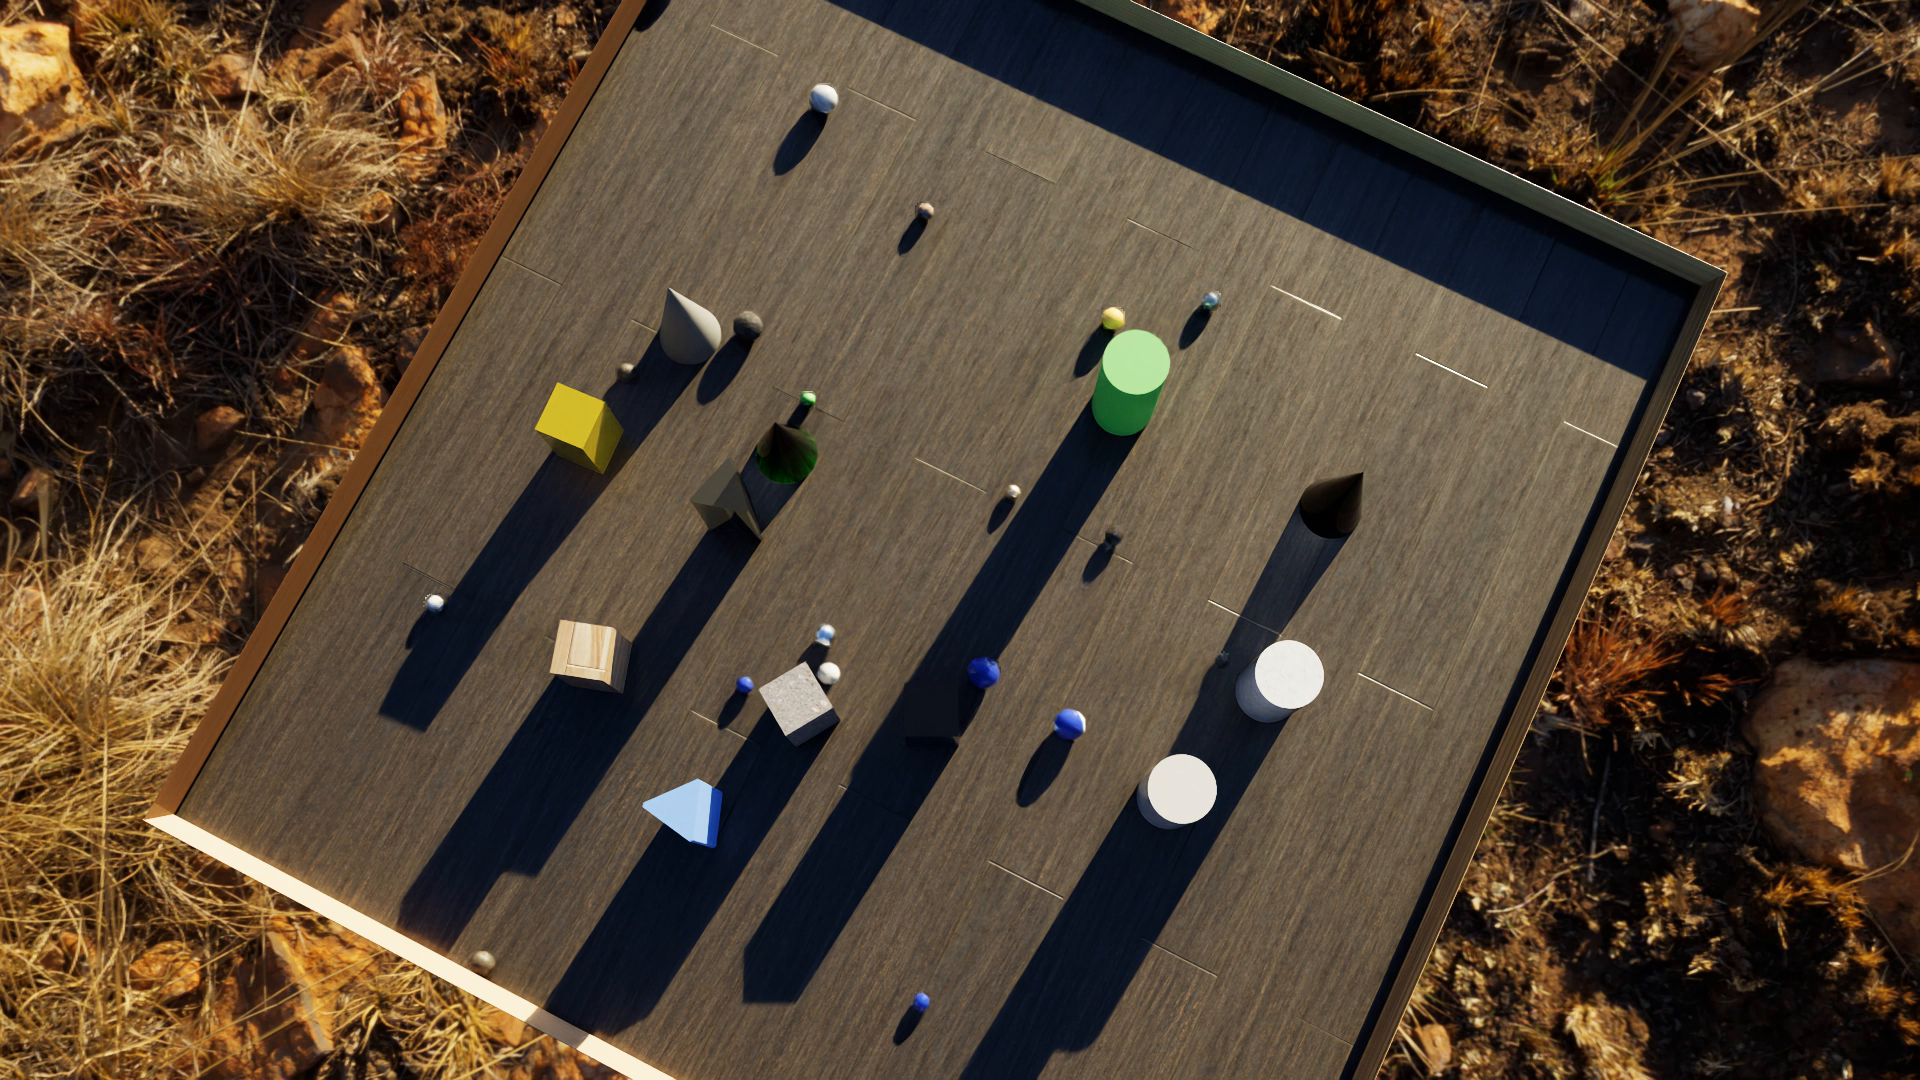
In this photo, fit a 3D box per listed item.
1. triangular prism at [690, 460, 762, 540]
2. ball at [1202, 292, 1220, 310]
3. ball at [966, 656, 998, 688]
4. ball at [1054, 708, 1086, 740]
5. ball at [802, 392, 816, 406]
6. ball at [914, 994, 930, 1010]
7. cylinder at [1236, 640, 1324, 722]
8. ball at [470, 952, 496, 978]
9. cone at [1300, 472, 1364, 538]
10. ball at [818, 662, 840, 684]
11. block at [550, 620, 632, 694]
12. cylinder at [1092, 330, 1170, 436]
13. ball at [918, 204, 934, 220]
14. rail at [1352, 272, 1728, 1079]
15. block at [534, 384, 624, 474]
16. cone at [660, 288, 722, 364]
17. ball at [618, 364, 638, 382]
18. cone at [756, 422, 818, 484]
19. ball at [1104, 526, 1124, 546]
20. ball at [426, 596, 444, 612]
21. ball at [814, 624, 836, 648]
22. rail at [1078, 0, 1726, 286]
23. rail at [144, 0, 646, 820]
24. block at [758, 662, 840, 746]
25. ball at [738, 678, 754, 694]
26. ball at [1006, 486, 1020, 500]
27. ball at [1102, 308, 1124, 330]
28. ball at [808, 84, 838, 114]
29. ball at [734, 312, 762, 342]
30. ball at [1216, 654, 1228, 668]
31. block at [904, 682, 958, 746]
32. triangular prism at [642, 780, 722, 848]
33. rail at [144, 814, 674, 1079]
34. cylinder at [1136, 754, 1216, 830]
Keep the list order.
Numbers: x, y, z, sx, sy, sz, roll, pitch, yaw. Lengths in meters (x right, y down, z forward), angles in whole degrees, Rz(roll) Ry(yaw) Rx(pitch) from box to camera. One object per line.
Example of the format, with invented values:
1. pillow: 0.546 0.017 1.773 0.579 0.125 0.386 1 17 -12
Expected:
1. triangular prism: -0.673 -0.126 5.438 0.167 0.401 0.145 11 79 2
2. ball: 0.785 -0.749 5.742 0.058 0.058 0.058 0 78 0
3. ball: 0.068 0.397 5.485 0.097 0.097 0.097 0 78 0
4. ball: 0.328 0.550 5.455 0.093 0.093 0.093 0 78 0
5. ball: -0.471 -0.436 5.685 0.043 0.043 0.043 0 78 0
6. ball: -0.110 1.340 5.315 0.048 0.048 0.048 0 78 0
7. cylinder: 0.926 0.416 5.337 0.193 0.379 0.193 0 78 0
8. ball: -1.388 1.232 5.324 0.074 0.074 0.074 0 78 0
9. cone: 1.141 -0.145 5.409 0.193 0.466 0.193 0 78 0
10. ball: -0.395 0.401 5.499 0.067 0.067 0.067 0 78 0
11. block: -1.081 0.346 5.386 0.154 0.310 0.154 8 78 2
12. cylinder: 0.505 -0.464 5.478 0.193 0.459 0.193 0 78 0
13. ball: -0.109 -1.040 5.805 0.052 0.052 0.052 0 78 0
14. rail: 1.542 0.762 5.394 0.045 0.125 3.621 26 80 5
15. block: -1.143 -0.332 5.524 0.154 0.316 0.154 22 79 5
16. cone: -0.846 -0.688 5.532 0.193 0.445 0.193 0 78 0
17. ball: -1.034 -0.520 5.694 0.059 0.059 0.059 0 78 0
18. cone: -0.536 -0.304 5.492 0.193 0.367 0.193 0 78 0
19. ball: 0.470 -0.012 5.591 0.056 0.056 0.056 0 78 0
20. ball: -1.589 0.194 5.549 0.053 0.053 0.053 0 78 0
21. ball: -0.406 0.289 5.521 0.070 0.070 0.070 0 78 0
22. rail: 0.799 -1.558 5.874 3.495 0.125 0.045 26 80 5
23. rail: -1.542 -0.748 5.706 0.045 0.125 3.621 26 80 5
24. block: -0.465 0.482 5.344 0.154 0.338 0.154 -30 80 -6
25. ball: -0.644 0.438 5.500 0.050 0.050 0.050 0 78 0
26. ball: 0.162 -0.144 5.622 0.048 0.048 0.048 0 78 0
27. ball: 0.477 -0.690 5.724 0.070 0.070 0.070 0 78 0
28. ball: -0.437 -1.410 5.861 0.092 0.092 0.092 0 78 0
29. ball: -0.661 -0.665 5.707 0.092 0.092 0.092 0 78 0
30. ball: 0.789 0.364 5.520 0.041 0.041 0.041 0 78 0
31. block: -0.081 0.512 5.360 0.154 0.296 0.154 0 78 0
32. triangular prism: -0.753 0.759 5.216 0.167 0.477 0.145 35 80 7
33. rail: -0.799 1.572 5.226 3.495 0.125 0.045 26 80 5
34. cylinder: 0.622 0.731 5.294 0.193 0.336 0.193 0 78 0
